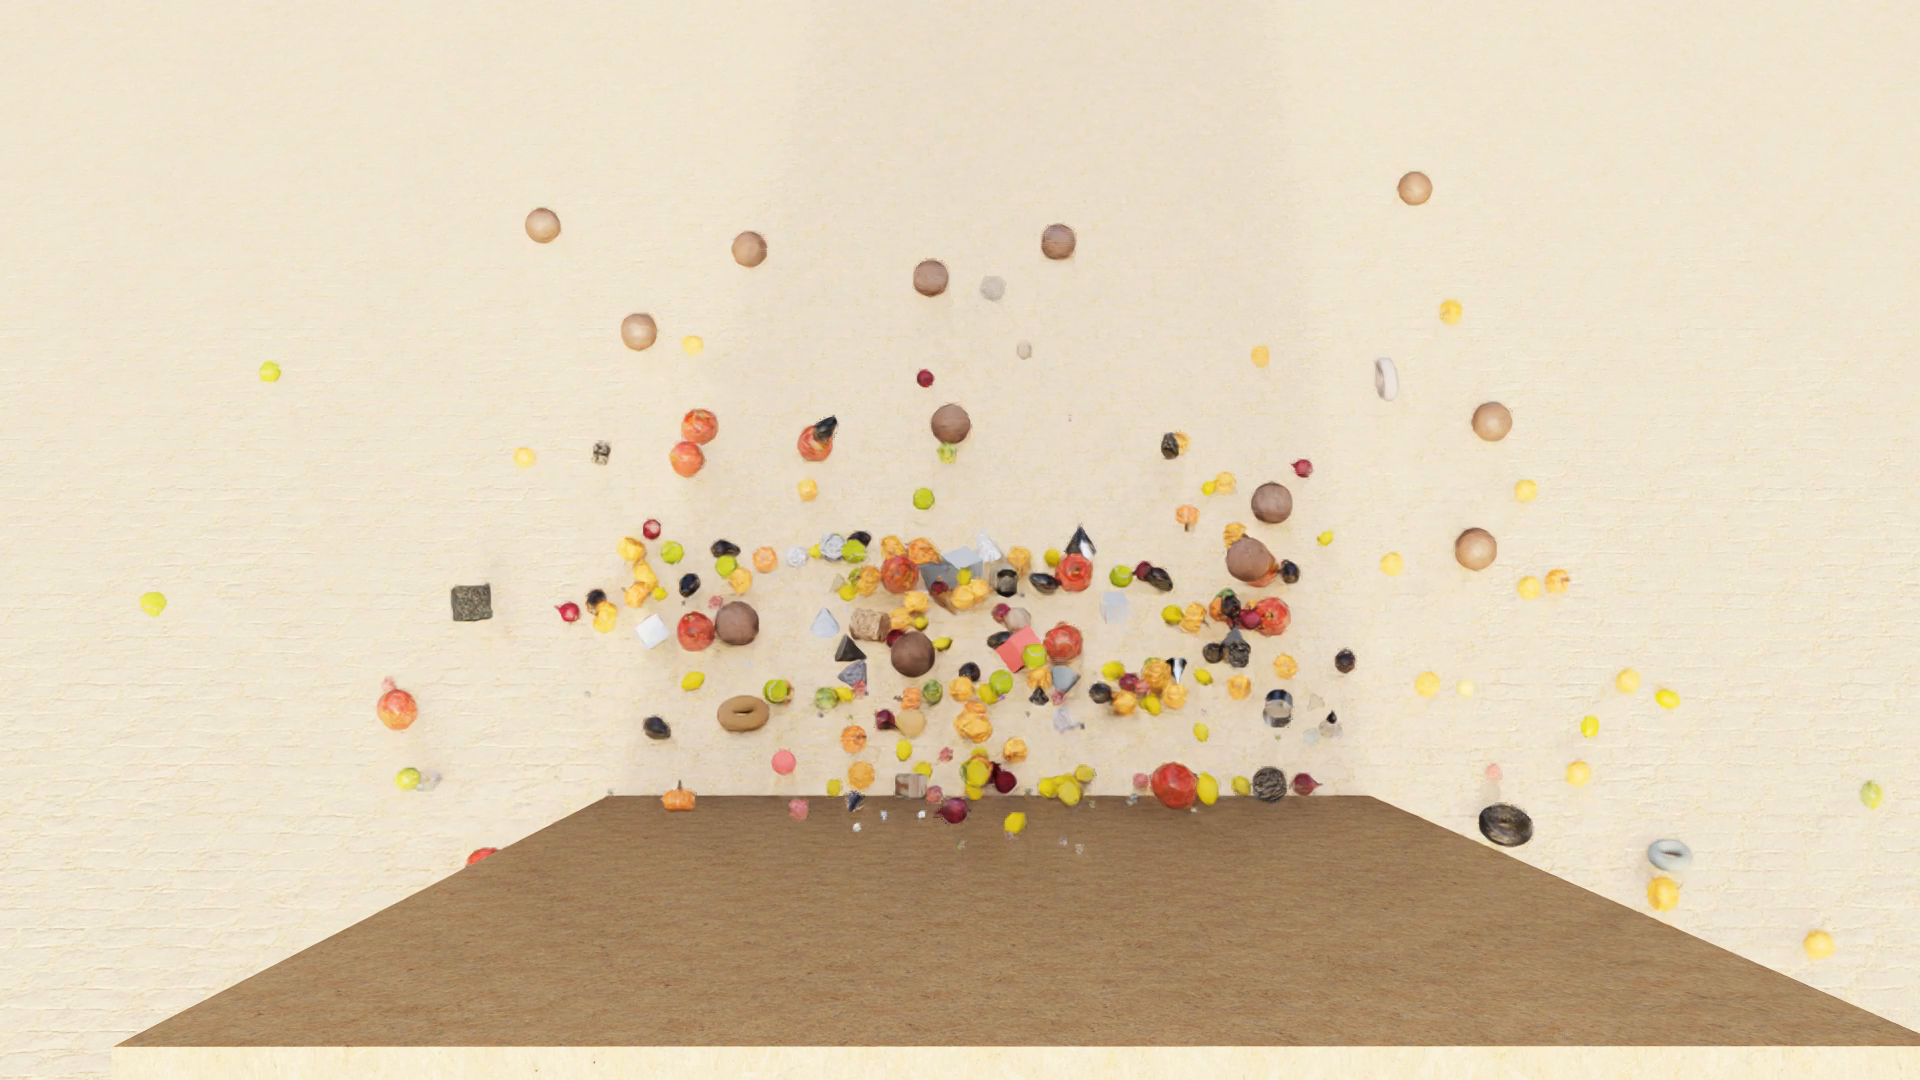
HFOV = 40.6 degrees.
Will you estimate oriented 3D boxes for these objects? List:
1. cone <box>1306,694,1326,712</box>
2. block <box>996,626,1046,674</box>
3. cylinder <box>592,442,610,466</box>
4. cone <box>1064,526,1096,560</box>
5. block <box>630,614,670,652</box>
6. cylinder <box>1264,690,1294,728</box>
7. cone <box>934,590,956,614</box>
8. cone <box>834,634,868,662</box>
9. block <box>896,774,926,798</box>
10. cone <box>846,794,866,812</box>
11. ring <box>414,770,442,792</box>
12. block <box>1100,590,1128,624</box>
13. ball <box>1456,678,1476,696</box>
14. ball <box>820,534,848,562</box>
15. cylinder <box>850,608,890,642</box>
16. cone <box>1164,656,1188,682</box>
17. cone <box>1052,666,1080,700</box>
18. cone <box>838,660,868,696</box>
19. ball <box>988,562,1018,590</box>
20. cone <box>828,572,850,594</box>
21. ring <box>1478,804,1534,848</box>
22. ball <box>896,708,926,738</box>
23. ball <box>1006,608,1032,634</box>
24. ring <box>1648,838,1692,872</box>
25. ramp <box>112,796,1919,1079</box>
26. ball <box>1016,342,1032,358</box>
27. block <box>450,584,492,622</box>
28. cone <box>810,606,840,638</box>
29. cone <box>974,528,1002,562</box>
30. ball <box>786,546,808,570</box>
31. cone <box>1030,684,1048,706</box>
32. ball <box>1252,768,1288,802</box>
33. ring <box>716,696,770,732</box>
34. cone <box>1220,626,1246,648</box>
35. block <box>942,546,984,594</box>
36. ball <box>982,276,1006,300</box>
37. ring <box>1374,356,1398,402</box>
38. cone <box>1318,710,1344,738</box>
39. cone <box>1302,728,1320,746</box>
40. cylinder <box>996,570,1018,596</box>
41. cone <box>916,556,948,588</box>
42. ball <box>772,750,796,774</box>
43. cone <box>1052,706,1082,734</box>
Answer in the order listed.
[{"bbox_3d":[0.982,0.463,7.237,0.052,0.052,0.052,30,65,36],"label":"cone"},{"bbox_3d":[0.173,0.312,7.378,0.085,0.085,0.085,-31,81,-36],"label":"block"},{"bbox_3d":[-1.142,-0.273,8.262,0.054,0.054,0.054,1,49,1],"label":"cylinder"},{"bbox_3d":[0.364,-0.008,7.852,0.096,0.096,0.096,-2,30,1],"label":"cone"},{"bbox_3d":[-0.884,0.264,7.410,0.075,0.075,0.075,-36,4,-19],"label":"block"},{"bbox_3d":[0.881,0.466,7.192,0.077,0.077,0.077,6,35,8],"label":"cylinder"},{"bbox_3d":[-0.028,0.192,7.626,0.069,0.069,0.069,-20,65,-26],"label":"cone"},{"bbox_3d":[-0.301,0.325,7.429,0.086,0.086,0.086,23,32,-13],"label":"cone"},{"bbox_3d":[-0.129,0.640,6.769,0.057,0.057,0.057,1,-2,-39],"label":"block"},{"bbox_3d":[-0.260,0.642,6.251,0.050,0.050,0.050,13,10,18],"label":"cone"},{"bbox_3d":[-1.428,0.645,6.967,0.080,0.027,0.080,-11,31,7],"label":"ring"},{"bbox_3d":[0.450,0.197,7.589,0.066,0.066,0.066,-8,35,-11],"label":"block"},{"bbox_3d":[1.420,0.414,7.289,0.051,0.051,0.051,0,35,0],"label":"ball"},{"bbox_3d":[-0.379,0.025,7.820,0.088,0.088,0.088,0,35,0],"label":"ball"},{"bbox_3d":[-0.259,0.247,7.490,0.089,0.089,0.089,8,35,21],"label":"cylinder"},{"bbox_3d":[0.615,0.376,7.363,0.067,0.067,0.067,-2,61,-2],"label":"cone"},{"bbox_3d":[0.284,0.415,7.299,0.088,0.088,0.088,12,63,17],"label":"cone"},{"bbox_3d":[-0.282,0.402,7.315,0.092,0.092,0.092,-22,67,-28],"label":"cone"},{"bbox_3d":[0.128,0.112,7.691,0.090,0.090,0.090,0,35,0],"label":"ball"},{"bbox_3d":[-0.368,0.138,7.709,0.060,0.060,0.060,-42,47,-10],"label":"cone"},{"bbox_3d":[1.431,0.748,6.809,0.147,0.049,0.147,3,34,-2],"label":"ring"},{"bbox_3d":[-0.133,0.502,7.136,0.081,0.081,0.081,0,35,0],"label":"ball"},{"bbox_3d":[0.169,0.233,7.527,0.078,0.078,0.078,0,35,0],"label":"ball"},{"bbox_3d":[1.837,0.816,6.722,0.114,0.038,0.114,0,33,0],"label":"ring"},{"bbox_3d":[0.077,0.661,4.823,2.000,0.100,4.000,0,-2,0],"label":"ramp"},{"bbox_3d":[0.219,-0.642,8.809,0.056,0.056,0.056,0,35,0],"label":"ball"},{"bbox_3d":[-1.415,0.184,7.523,0.097,0.097,0.097,-4,-5,-22],"label":"block"},{"bbox_3d":[-0.393,0.222,7.534,0.089,0.089,0.089,0,35,0],"label":"cone"},{"bbox_3d":[0.073,0.005,7.820,0.096,0.096,0.096,-10,22,4],"label":"cone"},{"bbox_3d":[-0.454,0.050,7.247,0.063,0.063,0.063,0,35,0],"label":"ball"},{"bbox_3d":[0.221,0.426,7.271,0.053,0.053,0.053,0,35,0],"label":"cone"},{"bbox_3d":[0.780,0.617,6.545,0.090,0.090,0.090,0,35,0],"label":"ball"},{"bbox_3d":[-0.600,0.482,7.192,0.146,0.049,0.146,-1,30,1],"label":"ring"},{"bbox_3d":[0.802,0.299,7.467,0.083,0.083,0.083,37,43,6],"label":"cone"},{"bbox_3d":[0.007,0.089,7.725,0.090,0.090,0.090,-21,40,-28],"label":"block"},{"bbox_3d":[0.116,-0.883,9.131,0.084,0.084,0.084,0,35,0],"label":"ball"},{"bbox_3d":[1.405,-0.530,8.561,0.050,0.150,0.150,-9,36,-6],"label":"ring"},{"bbox_3d":[1.025,0.494,7.156,0.071,0.071,0.071,0,35,0],"label":"cone"},{"bbox_3d":[0.953,0.537,7.137,0.053,0.053,0.053,-12,10,-17],"label":"cone"},{"bbox_3d":[0.137,0.127,7.613,0.060,0.060,0.060,-1,26,1],"label":"cylinder"},{"bbox_3d":[-0.098,0.080,7.615,0.093,0.093,0.093,43,44,1],"label":"cone"},{"bbox_3d":[-0.476,0.599,7.008,0.067,0.067,0.067,0,35,0],"label":"ball"},{"bbox_3d":[0.309,0.501,7.178,0.078,0.078,0.078,8,24,-40],"label":"cone"}]
